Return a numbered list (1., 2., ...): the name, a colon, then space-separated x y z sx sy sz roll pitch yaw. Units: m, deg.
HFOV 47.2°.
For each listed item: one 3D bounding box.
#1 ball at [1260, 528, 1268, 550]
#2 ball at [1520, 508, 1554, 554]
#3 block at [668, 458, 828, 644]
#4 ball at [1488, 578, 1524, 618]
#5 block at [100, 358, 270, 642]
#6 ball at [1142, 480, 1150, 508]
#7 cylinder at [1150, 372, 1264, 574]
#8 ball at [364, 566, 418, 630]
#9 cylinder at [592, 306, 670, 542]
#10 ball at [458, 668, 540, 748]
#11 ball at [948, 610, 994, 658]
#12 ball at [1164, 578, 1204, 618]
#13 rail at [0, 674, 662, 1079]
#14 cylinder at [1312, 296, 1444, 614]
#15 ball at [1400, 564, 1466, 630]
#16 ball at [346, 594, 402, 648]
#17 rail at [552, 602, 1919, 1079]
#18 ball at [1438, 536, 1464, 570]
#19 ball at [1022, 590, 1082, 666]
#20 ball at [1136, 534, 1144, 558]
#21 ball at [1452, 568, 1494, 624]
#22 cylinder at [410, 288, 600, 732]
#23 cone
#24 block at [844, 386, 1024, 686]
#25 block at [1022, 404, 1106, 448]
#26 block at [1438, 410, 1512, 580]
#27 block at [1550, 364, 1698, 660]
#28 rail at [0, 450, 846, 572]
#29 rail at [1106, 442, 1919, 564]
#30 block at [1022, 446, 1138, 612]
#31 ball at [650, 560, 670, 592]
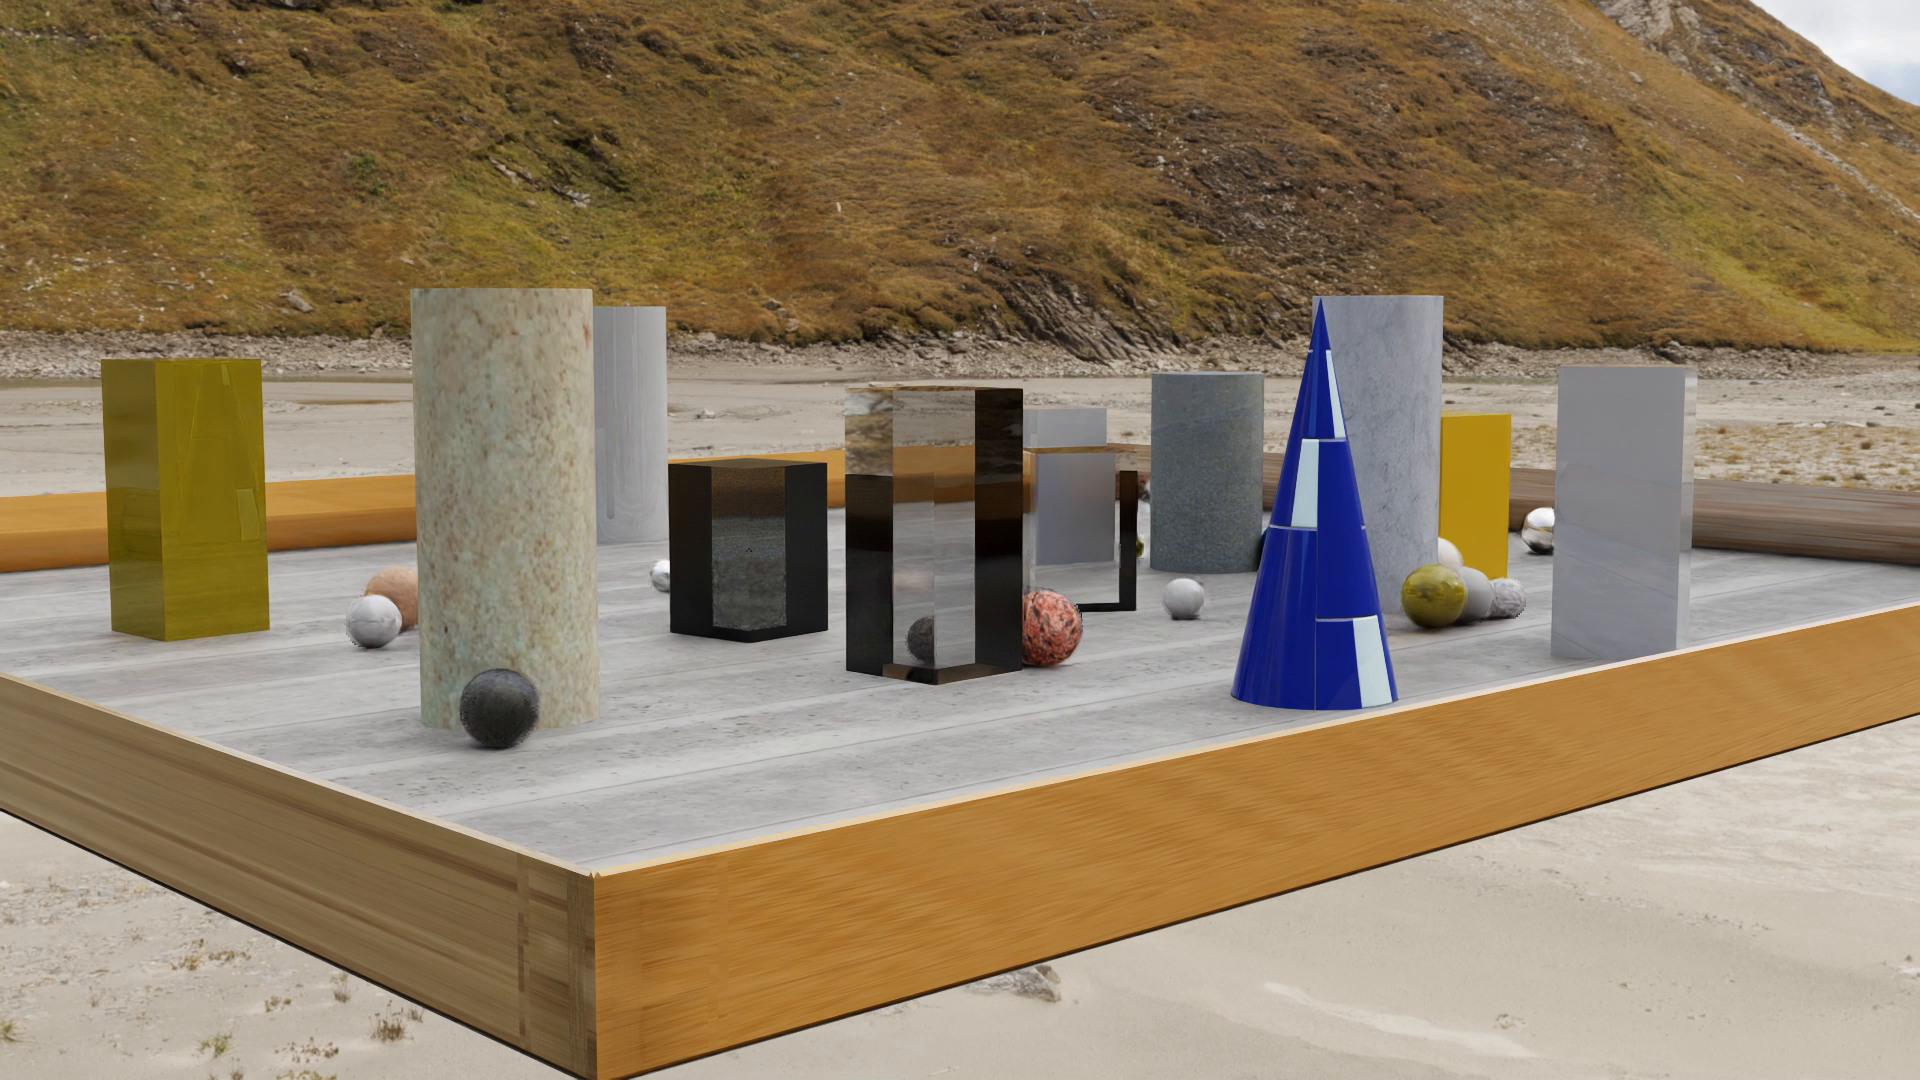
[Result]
1. ball: 0.557 0.008 3.748 0.089 0.089 0.089 0 6 0
2. ball: 1.068 -0.018 4.019 0.083 0.083 0.083 0 6 0
3. block: -0.291 0.011 3.031 0.154 0.234 0.154 5 8 39
4. ball: 0.782 0.084 3.168 0.059 0.059 0.059 0 6 0
5. block: -1.069 -0.061 3.037 0.154 0.376 0.154 6 8 43
6. ball: 0.440 -0.101 4.848 0.075 0.075 0.075 0 6 0
7. cylinder: 0.424 -0.119 3.780 0.192 0.335 0.192 0 6 0
8. ball: -0.781 0.080 3.055 0.090 0.090 0.090 0 6 0
9. cylinder: -0.665 -0.228 4.275 0.192 0.448 0.192 0 6 0
10. ball: -0.470 0.171 2.240 0.080 0.080 0.080 0 6 0
11. ball: 0.014 0.120 2.819 0.060 0.060 0.060 0 6 0
12. ball: 0.323 0.084 3.171 0.059 0.059 0.059 0 6 0
13. rail: -1.137 0.142 2.289 0.045 0.125 2.792 -6 8 -42
14. cylinder: 0.621 -0.132 3.292 0.192 0.463 0.192 0 6 0
15. ball: 0.659 0.079 3.062 0.090 0.090 0.090 0 6 0
16. ball: -0.771 0.107 2.896 0.070 0.070 0.070 0 6 0
17. rail: 0.931 0.138 2.329 3.141 0.125 0.045 -6 8 -42
18. ball: 0.732 0.041 3.406 0.094 0.094 0.094 0 6 0
19. ball: 0.105 0.110 2.751 0.094 0.094 0.094 0 6 0
20. ball: 0.306 0.012 3.915 0.046 0.046 0.046 0 6 0
21. ball: 0.717 0.078 3.123 0.079 0.079 0.079 0 6 0
22. cylinder: -0.493 -0.039 2.391 0.192 0.465 0.192 0 6 0
23. cone: 0.409 -0.049 2.518 0.192 0.459 0.192 0 6 0
24. block: -0.032 -0.012 2.698 0.154 0.348 0.154 6 8 44
25. block: 0.159 -0.106 3.970 0.154 0.268 0.154 -3 7 -26
26. block: 0.775 -0.066 3.551 0.154 0.276 0.154 -4 7 -34
27. block: 0.861 -0.040 2.849 0.154 0.372 0.154 3 7 24
28. rail: -0.931 -0.073 4.335 3.141 0.125 0.045 -6 8 -42
29. rail: 1.137 -0.077 4.375 0.045 0.125 2.792 -6 8 -42
30. block: 0.170 -0.018 3.299 0.154 0.235 0.154 -1 6 -11
31. ball: -0.461 0.057 3.457 0.052 0.052 0.052 0 6 0
